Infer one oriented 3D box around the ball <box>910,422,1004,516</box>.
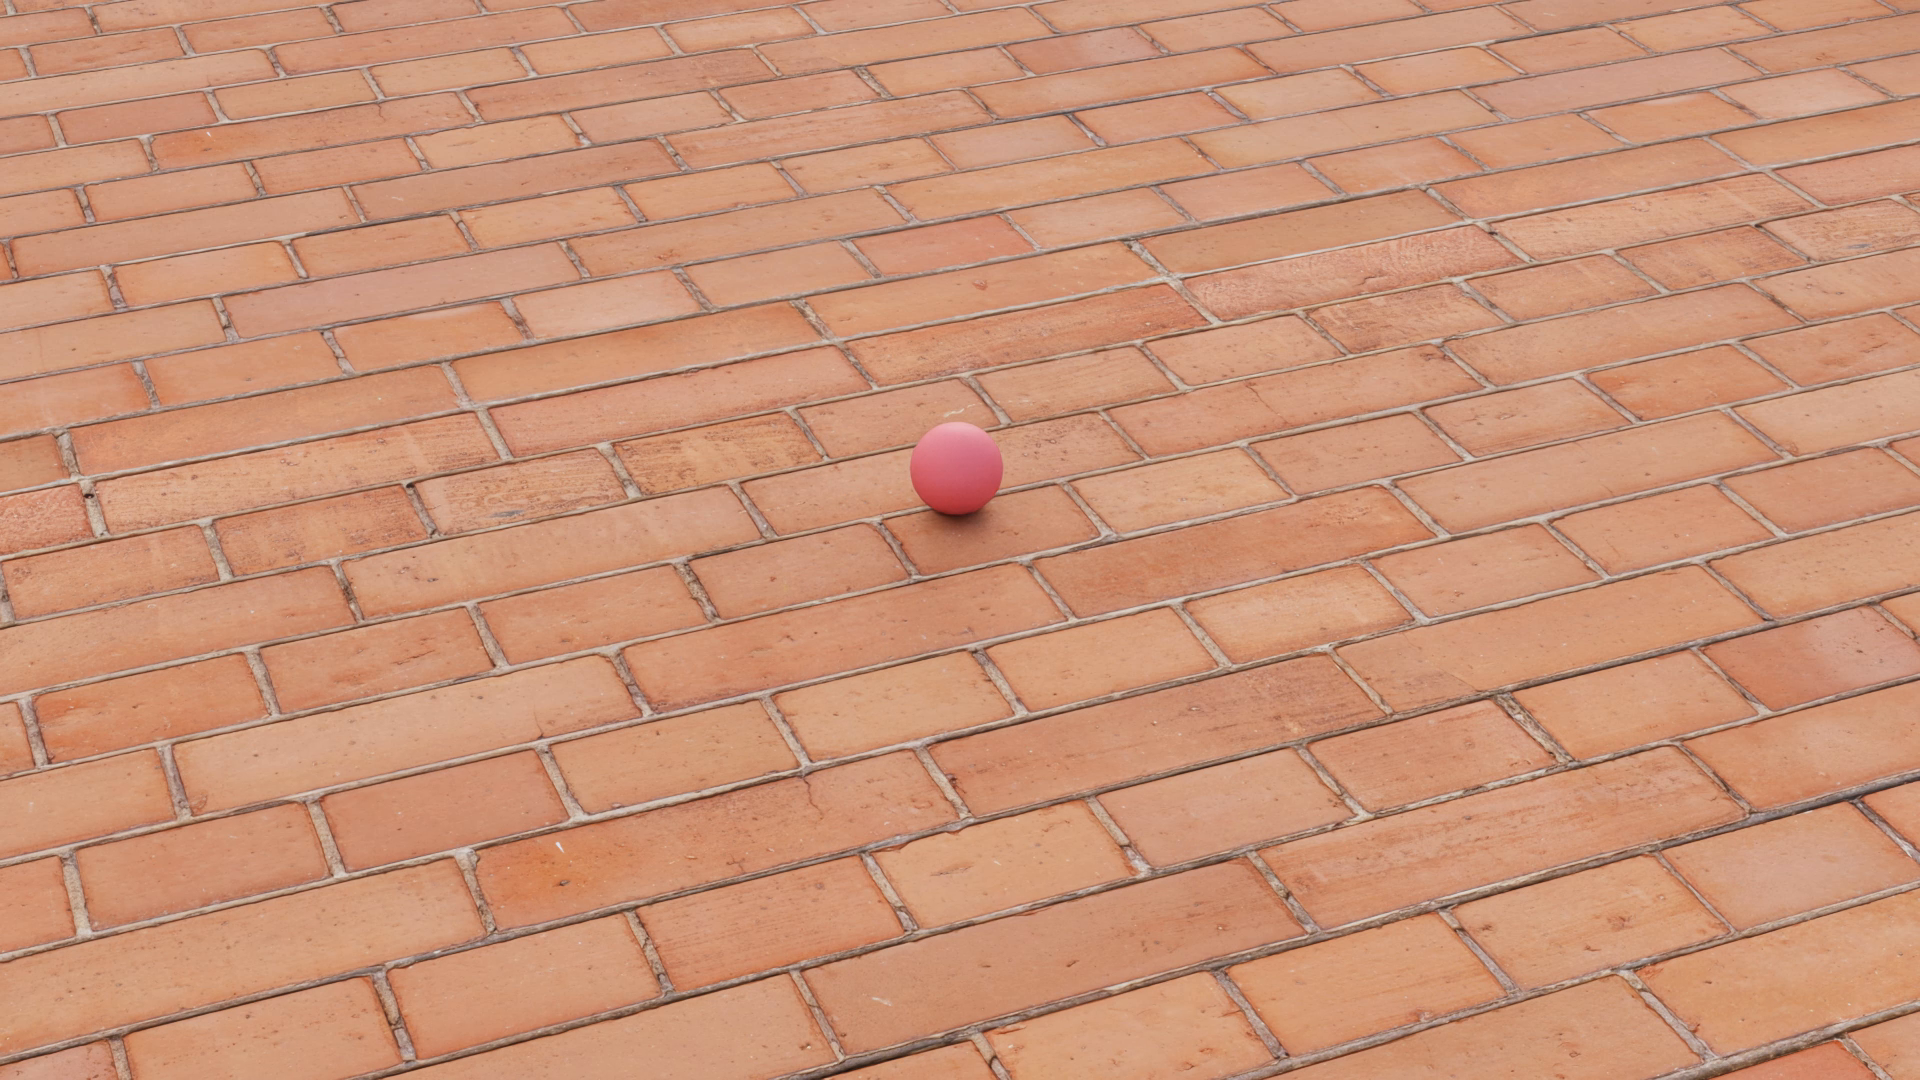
[{"bbox_3d":[-0.002,-0.043,1.783,0.057,0.057,0.057,0,31,0],"label":"ball"}]
